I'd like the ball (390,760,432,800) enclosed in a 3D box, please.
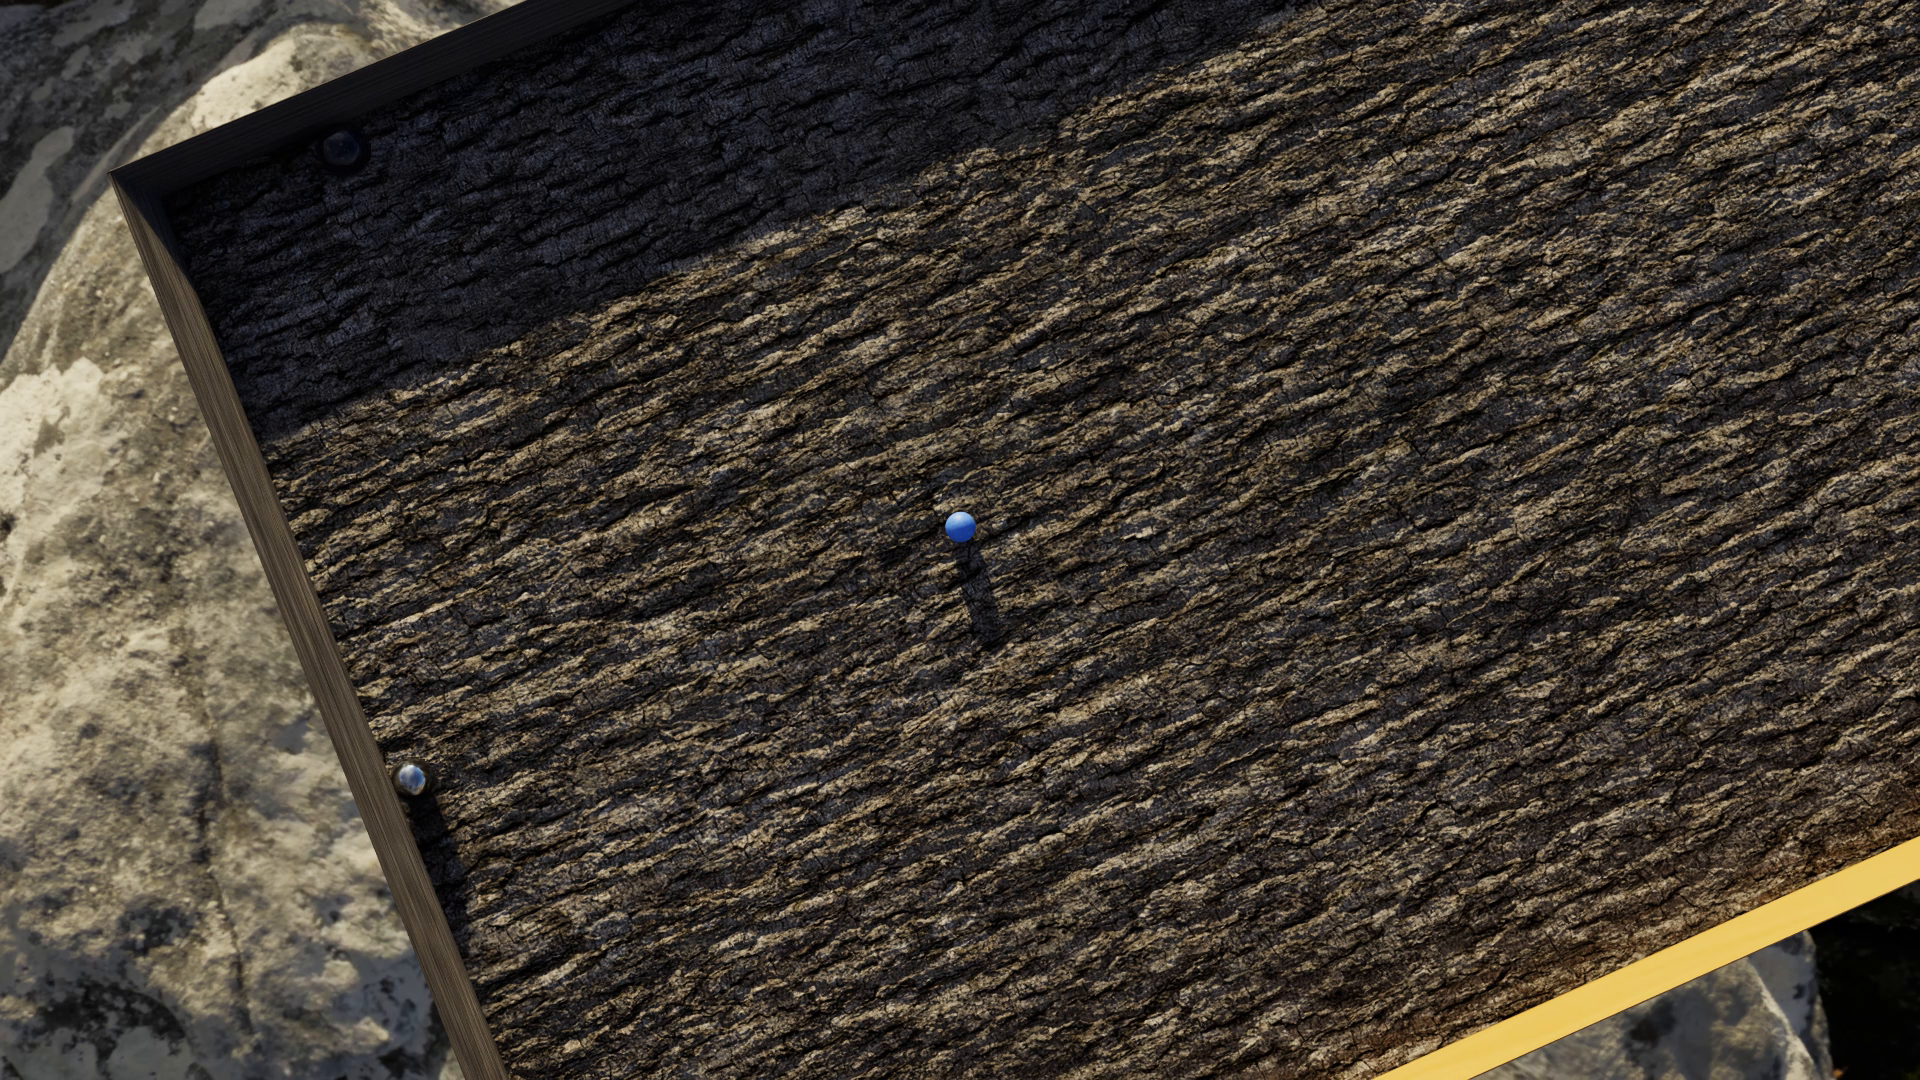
[{"bbox_3d":[-0.803,0.352,3.220,0.060,0.060,0.060,0,83,0],"label":"ball"}]

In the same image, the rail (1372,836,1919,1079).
[{"bbox_3d":[1.255,0.512,3.179,3.789,0.102,0.045,-23,84,-3],"label":"rail"}]

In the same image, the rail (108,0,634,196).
[{"bbox_3d":[0.486,-1.262,3.394,3.789,0.102,0.045,-23,84,-3],"label":"rail"}]

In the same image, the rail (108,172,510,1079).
[{"bbox_3d":[-0.848,0.359,3.197,0.045,0.102,1.993,-23,84,-3],"label":"rail"}]

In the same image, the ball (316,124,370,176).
[{"bbox_3d":[-0.934,-0.589,3.325,0.078,0.078,0.078,0,83,0],"label":"ball"}]

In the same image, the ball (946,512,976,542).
[{"bbox_3d":[0.001,-0.019,3.272,0.046,0.046,0.046,0,83,0],"label":"ball"}]
